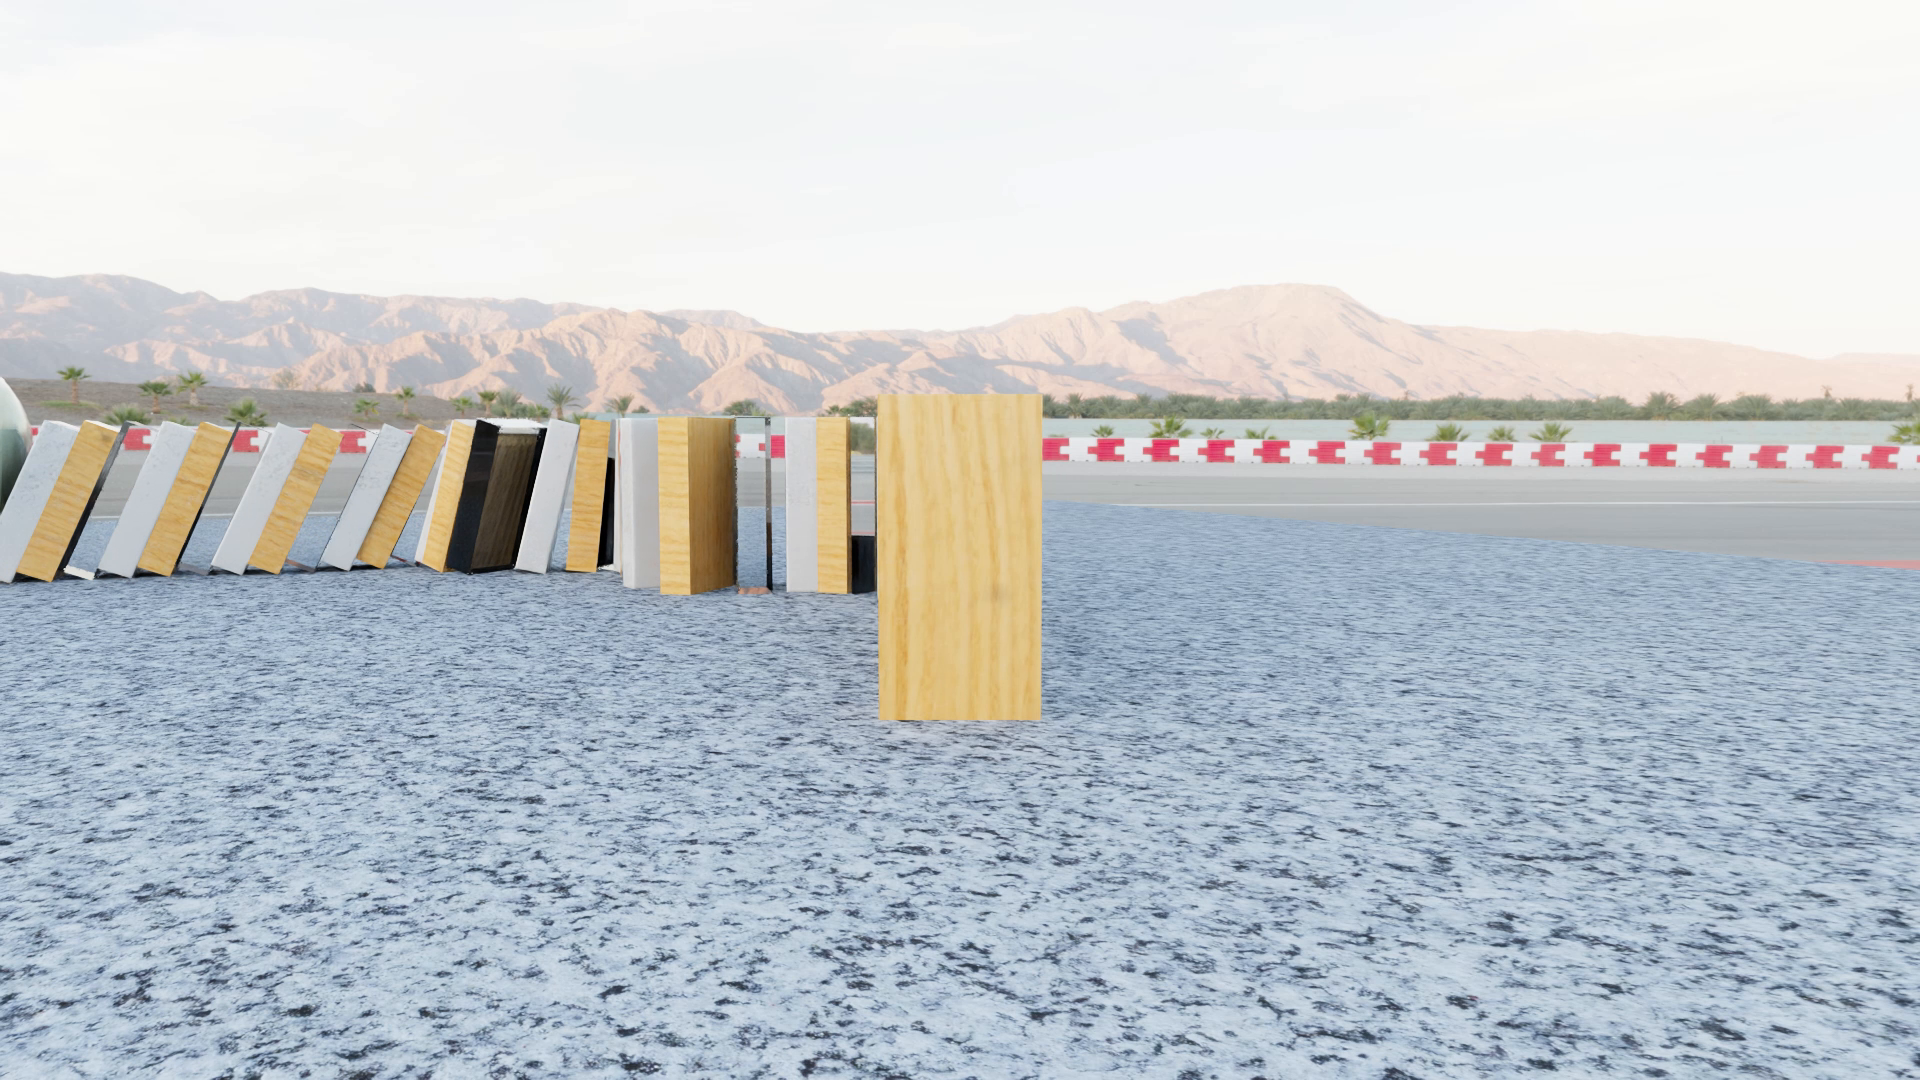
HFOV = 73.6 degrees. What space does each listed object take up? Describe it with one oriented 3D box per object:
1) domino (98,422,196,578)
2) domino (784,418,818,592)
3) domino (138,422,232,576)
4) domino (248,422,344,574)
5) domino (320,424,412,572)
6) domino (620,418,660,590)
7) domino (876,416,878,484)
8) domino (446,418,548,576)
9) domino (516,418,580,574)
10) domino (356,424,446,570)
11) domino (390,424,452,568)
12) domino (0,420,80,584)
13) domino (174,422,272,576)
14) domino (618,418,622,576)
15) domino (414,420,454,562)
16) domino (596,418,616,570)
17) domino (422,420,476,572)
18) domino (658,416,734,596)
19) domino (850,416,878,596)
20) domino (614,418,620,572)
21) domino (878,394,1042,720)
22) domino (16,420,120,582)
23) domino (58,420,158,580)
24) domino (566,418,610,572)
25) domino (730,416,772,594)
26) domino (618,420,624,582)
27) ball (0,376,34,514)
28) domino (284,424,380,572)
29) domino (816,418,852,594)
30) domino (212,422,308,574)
[{"bbox_3d":[-0.263,-0.014,0.418,0.009,0.050,0.025,23,-6,-25],"label":"domino"},{"bbox_3d":[-0.047,-0.011,0.379,0.009,0.050,0.025,-1,4,-8],"label":"domino"},{"bbox_3d":[-0.254,-0.014,0.423,0.009,0.050,0.025,23,-6,-25],"label":"domino"},{"bbox_3d":[-0.222,-0.014,0.430,0.009,0.050,0.025,25,-7,-25],"label":"domino"},{"bbox_3d":[-0.204,-0.015,0.441,0.009,0.050,0.025,25,-7,-25],"label":"domino"},{"bbox_3d":[-0.088,-0.011,0.385,0.025,0.050,0.009,-3,5,-32],"label":"domino"},{"bbox_3d":[-0.010,-0.009,0.355,0.025,0.050,0.009,-2,5,-26],"label":"domino"},{"bbox_3d":[-0.153,-0.015,0.425,0.009,0.050,0.025,19,10,18],"label":"domino"},{"bbox_3d":[-0.137,-0.015,0.430,0.009,0.050,0.025,13,1,-15],"label":"domino"},{"bbox_3d":[-0.195,-0.016,0.448,0.009,0.050,0.025,26,-7,-25],"label":"domino"},{"bbox_3d":[-0.186,-0.016,0.453,0.010,0.050,0.025,26,-8,-26],"label":"domino"},{"bbox_3d":[-0.290,-0.013,0.403,0.009,0.050,0.025,23,-6,-25],"label":"domino"},{"bbox_3d":[-0.244,-0.014,0.426,0.009,0.050,0.025,23,-6,-25],"label":"domino"},{"bbox_3d":[-0.096,-0.014,0.412,0.025,0.050,0.009,-1,8,-18],"label":"domino"},{"bbox_3d":[-0.170,-0.016,0.444,0.009,0.050,0.025,21,9,12],"label":"domino"},{"bbox_3d":[-0.112,-0.016,0.438,0.009,0.050,0.025,8,5,7],"label":"domino"},{"bbox_3d":[-0.163,-0.015,0.432,0.009,0.050,0.025,22,13,22],"label":"domino"},{"bbox_3d":[-0.077,-0.010,0.373,0.009,0.050,0.025,1,5,18],"label":"domino"},{"bbox_3d":[-0.019,-0.010,0.367,0.010,0.050,0.025,4,6,43],"label":"domino"},{"bbox_3d":[-0.101,-0.015,0.425,0.025,0.050,0.009,-3,11,-39],"label":"domino"},{"bbox_3d":[0.000,0.002,0.201,0.025,0.050,0.010,0,4,0],"label":"domino"},{"bbox_3d":[-0.280,-0.013,0.406,0.009,0.050,0.025,23,-6,-25],"label":"domino"},{"bbox_3d":[-0.272,-0.013,0.412,0.009,0.050,0.025,23,-6,-25],"label":"domino"},{"bbox_3d":[-0.125,-0.015,0.435,0.010,0.050,0.025,6,3,-14],"label":"domino"},{"bbox_3d":[-0.061,-0.011,0.375,0.009,0.050,0.025,-1,4,-14],"label":"domino"},{"bbox_3d":[-0.092,-0.012,0.399,0.025,0.050,0.009,-1,4,-17],"label":"domino"},{"bbox_3d":[-0.334,-0.027,0.395,0.080,0.080,0.080,0,4,0],"label":"ball"},{"bbox_3d":[-0.212,-0.015,0.434,0.009,0.050,0.025,25,-7,-25],"label":"domino"},{"bbox_3d":[-0.031,-0.011,0.376,0.009,0.050,0.025,2,5,24],"label":"domino"},{"bbox_3d":[-0.233,-0.014,0.428,0.010,0.050,0.025,25,-7,-25],"label":"domino"}]
